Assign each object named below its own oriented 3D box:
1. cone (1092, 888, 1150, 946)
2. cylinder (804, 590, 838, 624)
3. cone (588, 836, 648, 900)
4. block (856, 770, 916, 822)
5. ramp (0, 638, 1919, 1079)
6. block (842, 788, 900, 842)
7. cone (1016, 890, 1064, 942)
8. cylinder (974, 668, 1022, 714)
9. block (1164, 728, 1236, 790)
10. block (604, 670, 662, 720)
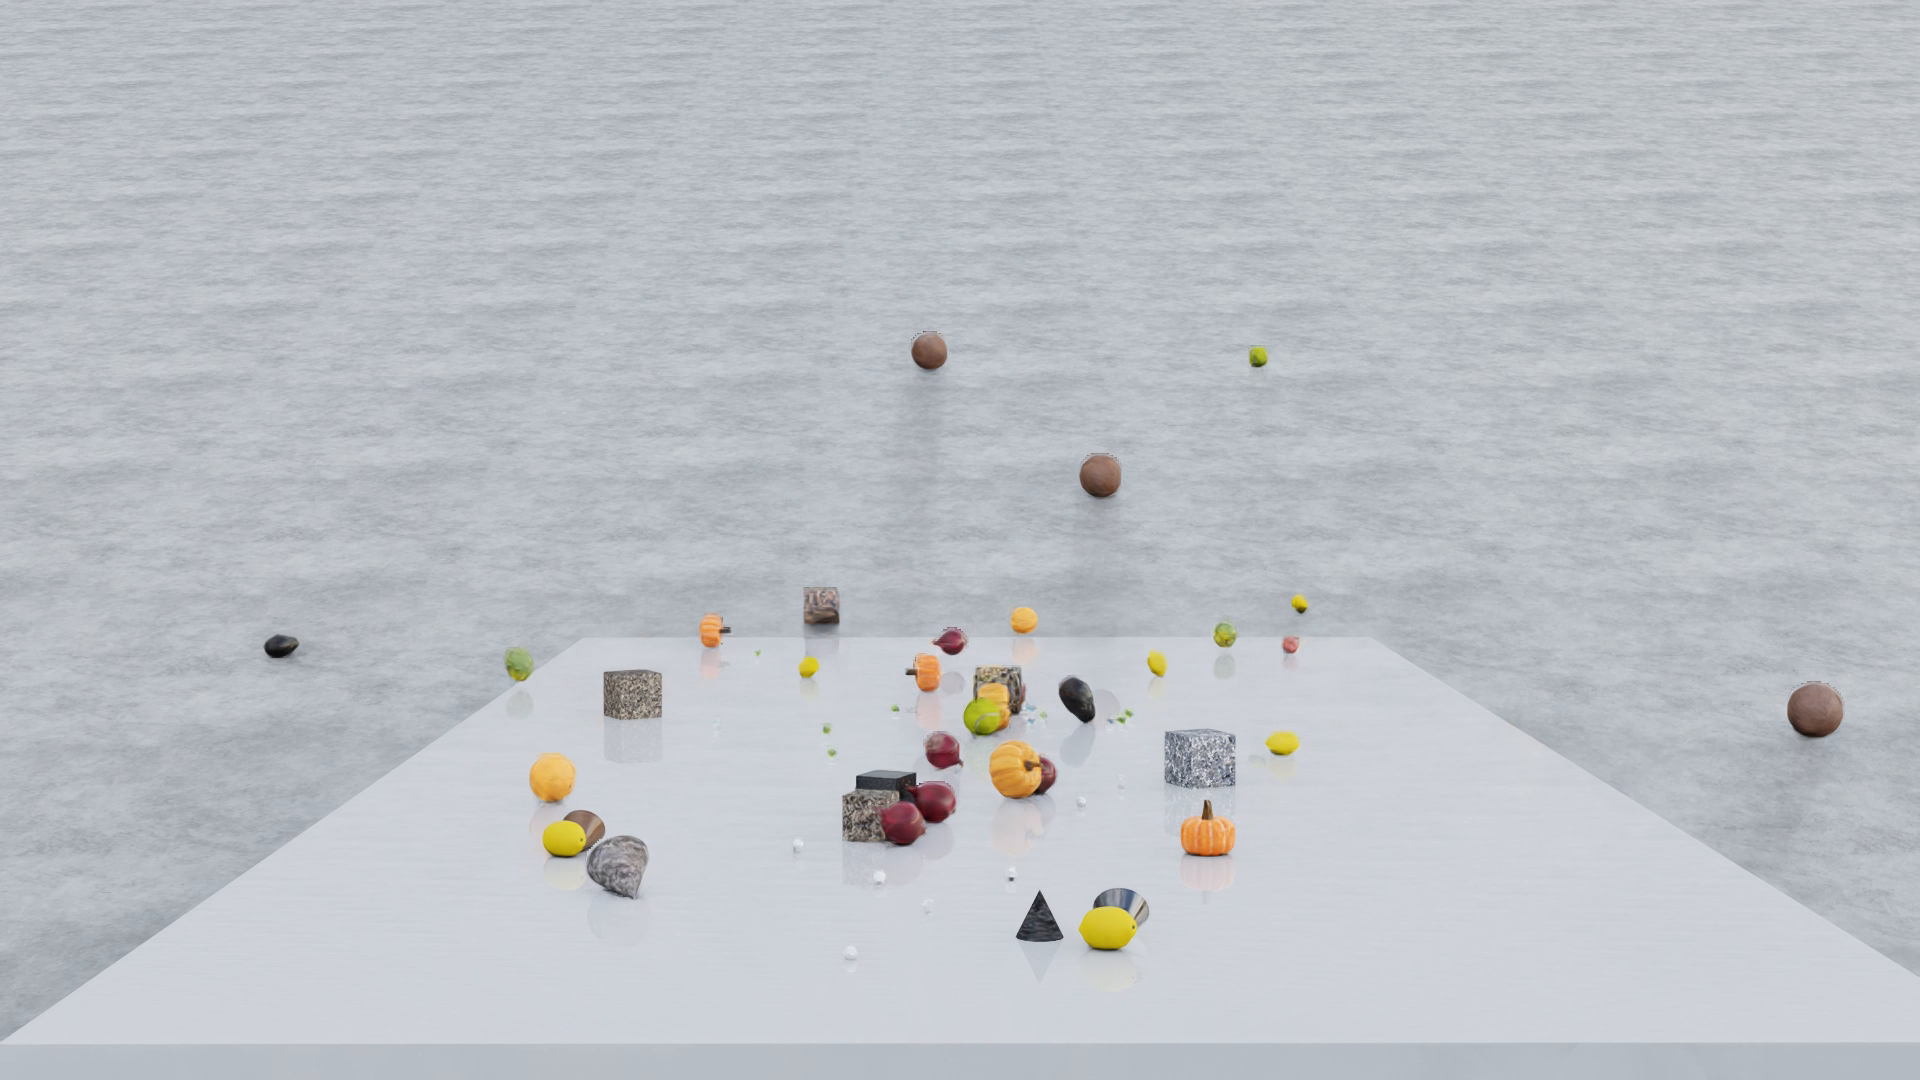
[{"bbox_3d":[0.185,0.453,2.994,0.067,0.067,0.067,3,31,8],"label":"cone"},{"bbox_3d":[-0.371,0.178,6.860,0.090,0.090,0.090,-1,20,-6],"label":"cylinder"},{"bbox_3d":[-0.425,0.433,3.267,0.082,0.082,0.082,-7,33,-20],"label":"cone"},{"bbox_3d":[-0.110,0.382,3.832,0.067,0.067,0.067,2,4,26],"label":"block"},{"bbox_3d":[0.047,0.422,4.534,2.000,0.100,4.000,0,4,0],"label":"ramp"},{"bbox_3d":[-0.127,0.394,3.672,0.064,0.064,0.064,1,4,18],"label":"block"},{"bbox_3d":[0.094,0.438,3.017,0.057,0.057,0.057,0,4,0],"label":"cone"},{"bbox_3d":[0.074,0.295,5.035,0.089,0.089,0.089,1,20,3],"label":"cylinder"},{"bbox_3d":[0.388,0.354,4.156,0.083,0.083,0.083,-2,4,-27],"label":"block"},{"bbox_3d":[-0.637,0.300,4.997,0.086,0.086,0.086,-2,4,-31],"label":"block"}]
